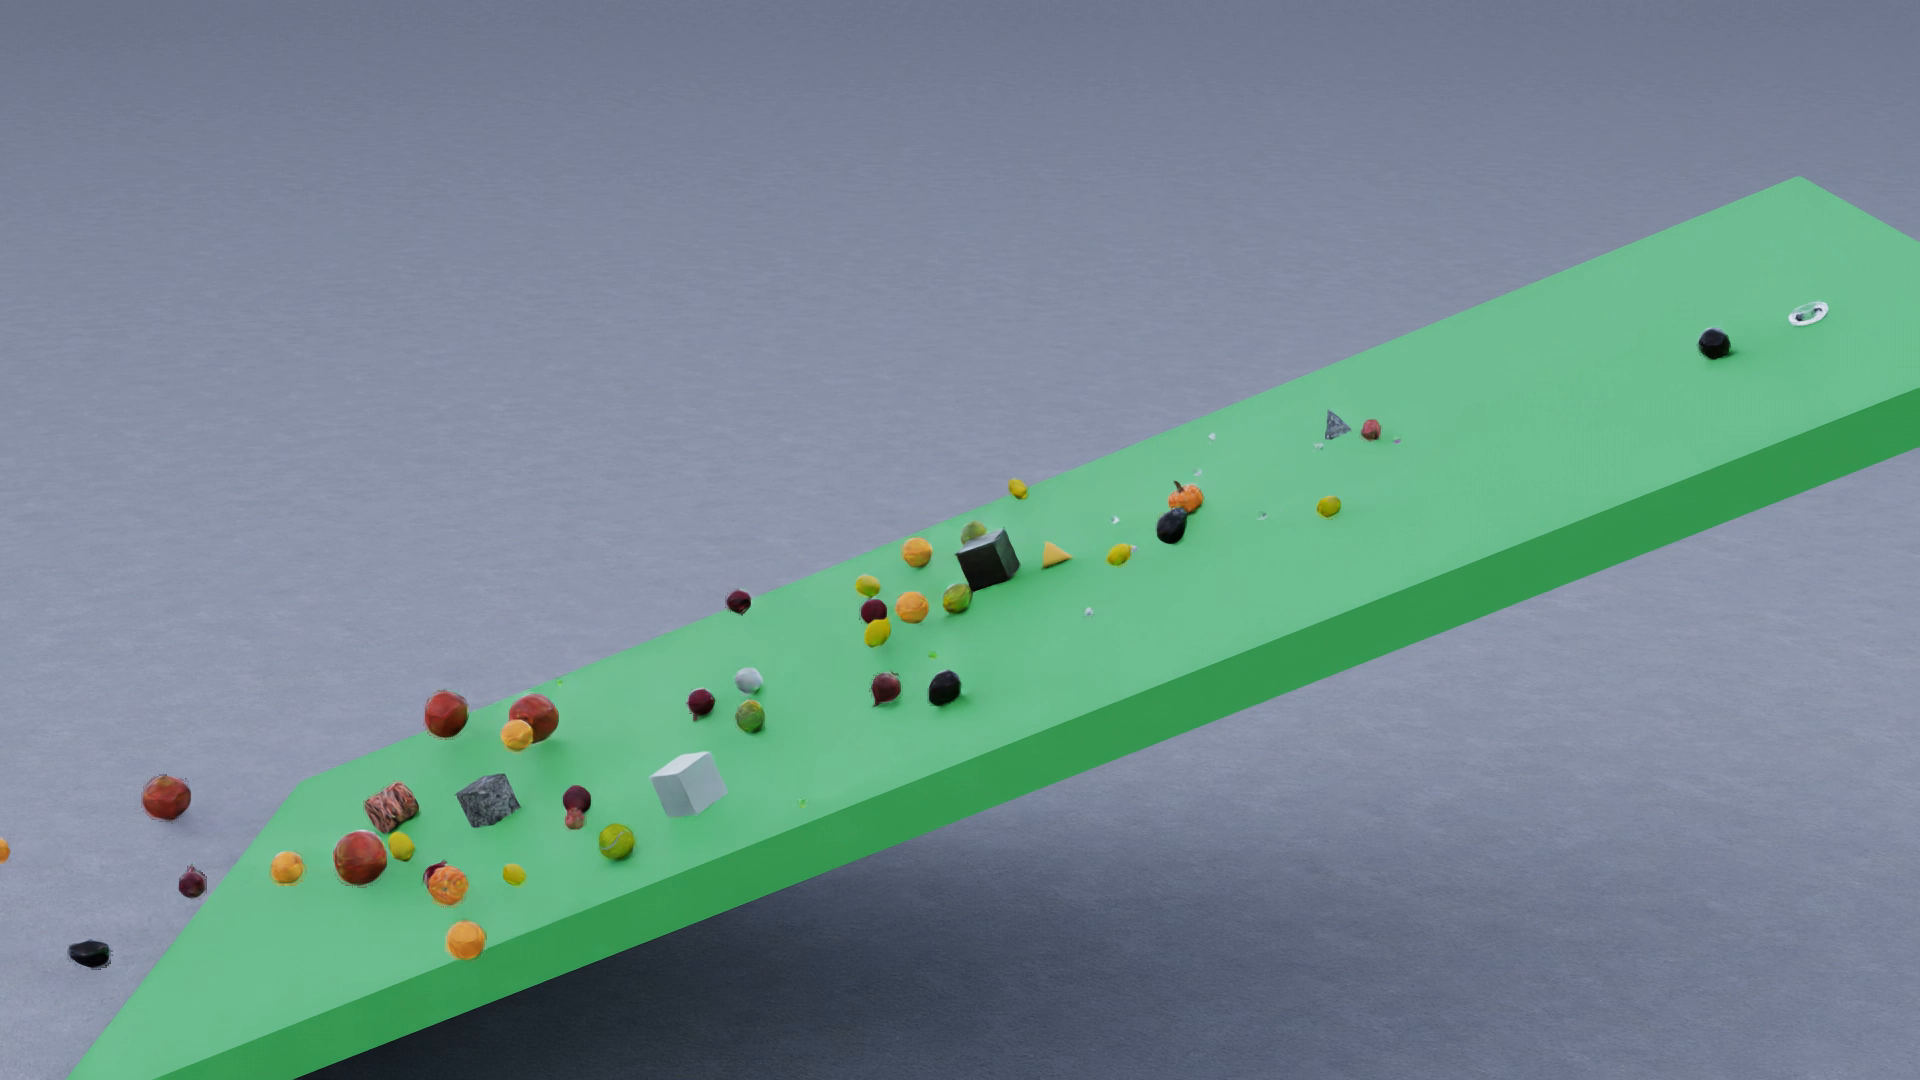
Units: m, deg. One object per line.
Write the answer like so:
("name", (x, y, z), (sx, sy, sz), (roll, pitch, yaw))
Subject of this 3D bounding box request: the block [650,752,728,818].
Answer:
("block", (-0.531, 0.479, 5.761), (0.092, 0.092, 0.092), (-10, 18, 46))

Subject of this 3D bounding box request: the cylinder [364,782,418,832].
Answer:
("cylinder", (-1.282, 0.602, 6.635), (0.085, 0.085, 0.085), (15, 38, 44))

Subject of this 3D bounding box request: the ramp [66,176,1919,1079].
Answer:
("ramp", (0.128, 0.171, 6.287), (4.000, 0.100, 2.000), (-22, 12, 8))

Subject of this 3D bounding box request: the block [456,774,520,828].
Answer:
("block", (-1.016, 0.561, 6.332), (0.082, 0.082, 0.082), (-10, 19, 48))

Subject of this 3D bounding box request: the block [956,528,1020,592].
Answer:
("block", (0.062, 0.044, 6.490), (0.093, 0.093, 0.093), (-18, 13, 23))

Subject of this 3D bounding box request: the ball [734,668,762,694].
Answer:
("ball", (-0.462, 0.308, 6.428), (0.059, 0.059, 0.059), (0, 15, 0))

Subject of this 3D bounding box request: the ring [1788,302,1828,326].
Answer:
("ring", (1.660, -0.442, 5.752), (0.078, 0.026, 0.078), (-22, 14, 6))

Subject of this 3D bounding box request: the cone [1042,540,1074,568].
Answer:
("cone", (0.217, 0.034, 6.398), (0.063, 0.063, 0.063), (6, 15, 9))

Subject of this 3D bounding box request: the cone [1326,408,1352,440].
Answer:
("cone", (0.819, -0.262, 6.455), (0.061, 0.061, 0.061), (-23, 12, 5))
